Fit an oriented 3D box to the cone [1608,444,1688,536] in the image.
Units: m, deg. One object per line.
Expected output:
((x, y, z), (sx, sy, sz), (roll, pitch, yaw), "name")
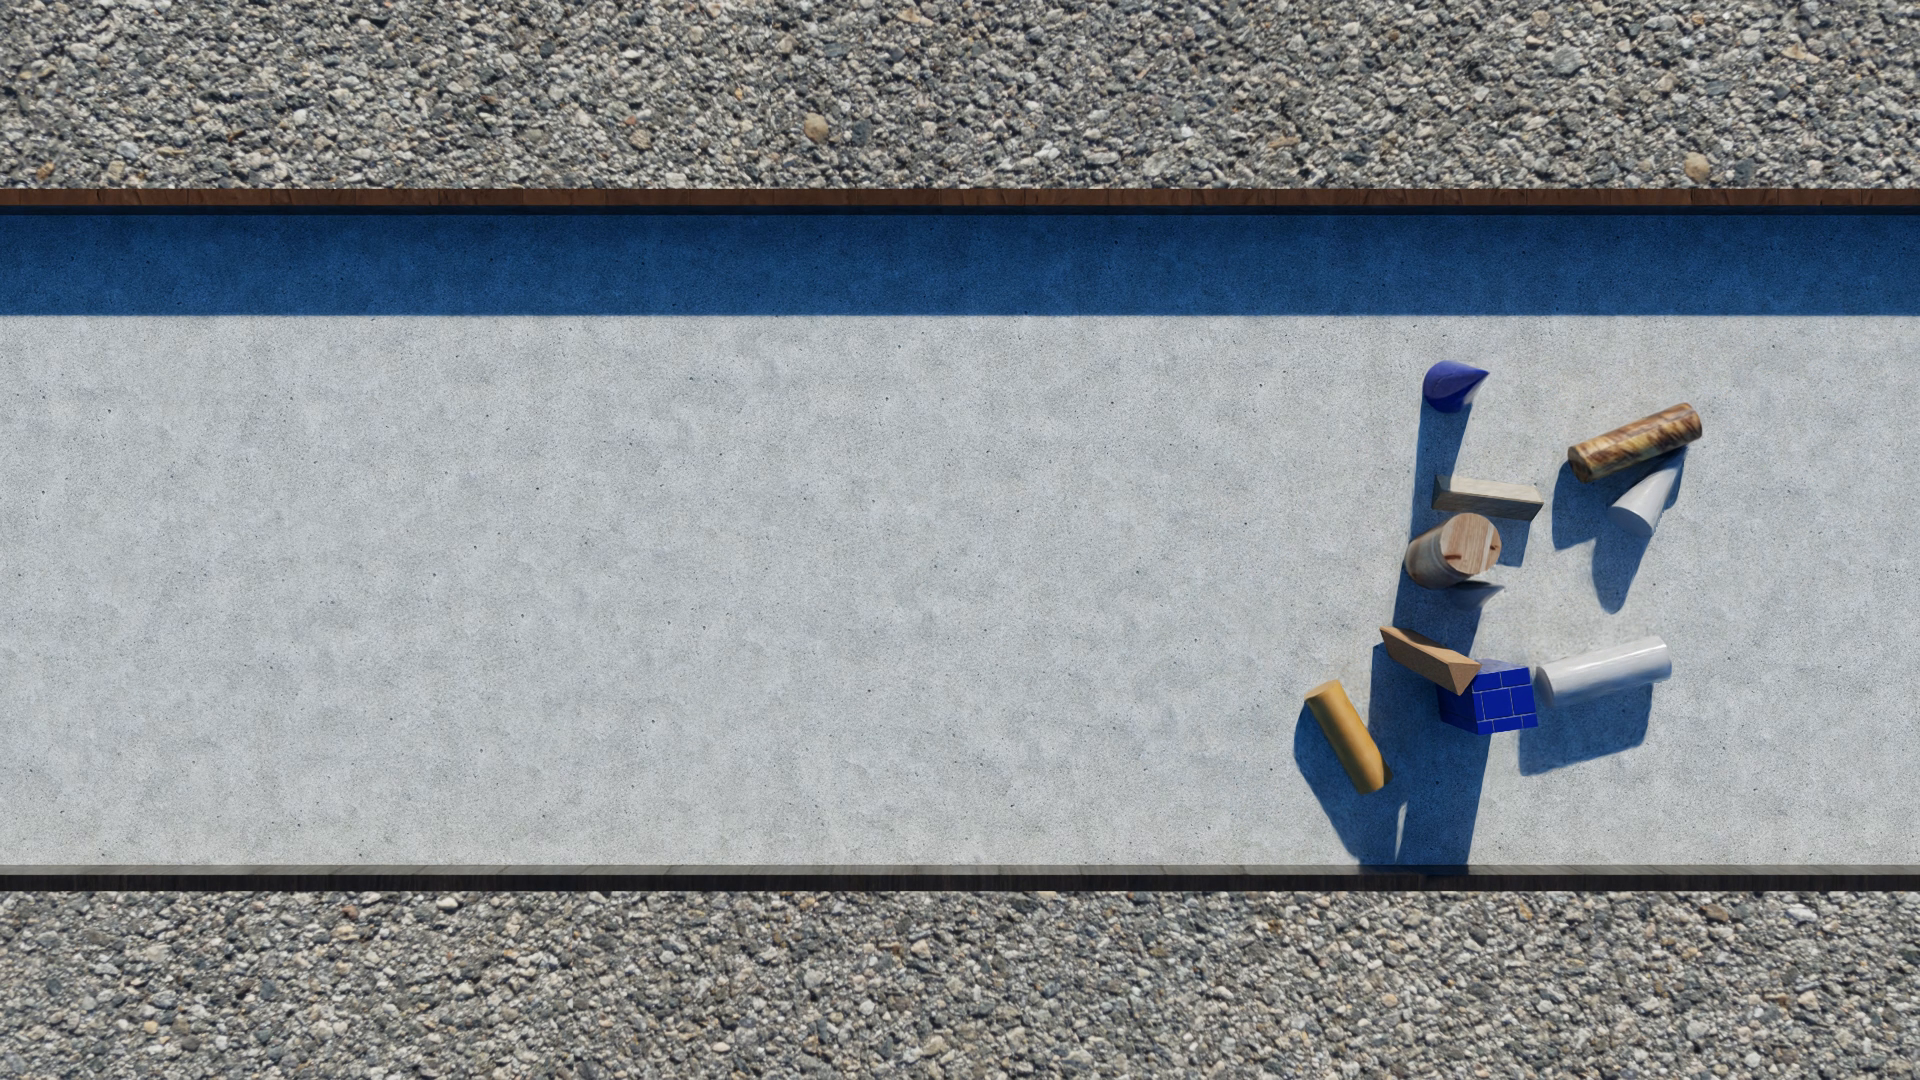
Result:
((2.152, -0.208, 5.041), (0.142, 0.142, 0.389), (38, 80, 0), "cone")

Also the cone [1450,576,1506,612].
((1.551, 0.147, 4.857), (0.111, 0.431, 0.111), (0, 85, 3), "cone")

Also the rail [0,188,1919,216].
((-2.247, -1.025, 5.002), (12.000, 0.150, 0.050), (0, 90, 0), "rail")

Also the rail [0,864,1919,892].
((-2.247, 1.025, 5.001), (12.000, 0.150, 0.050), (0, 90, 0), "rail")

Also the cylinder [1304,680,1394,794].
((1.184, 0.598, 5.019), (0.114, 0.114, 0.337), (-30, 90, 0), "cylinder")

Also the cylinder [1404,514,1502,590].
((1.461, 0.038, 4.903), (0.179, 0.319, 0.179), (1, 80, -3), "cylinder")

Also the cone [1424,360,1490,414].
((1.504, -0.473, 4.872), (0.165, 0.407, 0.165), (0, 90, 1), "cone")

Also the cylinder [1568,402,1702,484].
((2.050, -0.295, 5.015), (0.370, 0.122, 0.122), (-22, 90, 0), "cylinder")

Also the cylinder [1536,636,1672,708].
((1.953, 0.400, 5.011), (0.365, 0.132, 0.132), (-15, 90, 0), "cylinder")

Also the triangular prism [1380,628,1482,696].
((1.394, 0.336, 4.874), (0.093, 0.407, 0.107), (-25, 106, -8), "triangular prism")

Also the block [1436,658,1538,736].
((1.552, 0.460, 4.891), (0.171, 0.371, 0.171), (-9, 90, 0), "block")

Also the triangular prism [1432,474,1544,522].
((1.610, -0.130, 5.028), (0.311, 0.091, 0.105), (7, 90, 0), "triangular prism")
